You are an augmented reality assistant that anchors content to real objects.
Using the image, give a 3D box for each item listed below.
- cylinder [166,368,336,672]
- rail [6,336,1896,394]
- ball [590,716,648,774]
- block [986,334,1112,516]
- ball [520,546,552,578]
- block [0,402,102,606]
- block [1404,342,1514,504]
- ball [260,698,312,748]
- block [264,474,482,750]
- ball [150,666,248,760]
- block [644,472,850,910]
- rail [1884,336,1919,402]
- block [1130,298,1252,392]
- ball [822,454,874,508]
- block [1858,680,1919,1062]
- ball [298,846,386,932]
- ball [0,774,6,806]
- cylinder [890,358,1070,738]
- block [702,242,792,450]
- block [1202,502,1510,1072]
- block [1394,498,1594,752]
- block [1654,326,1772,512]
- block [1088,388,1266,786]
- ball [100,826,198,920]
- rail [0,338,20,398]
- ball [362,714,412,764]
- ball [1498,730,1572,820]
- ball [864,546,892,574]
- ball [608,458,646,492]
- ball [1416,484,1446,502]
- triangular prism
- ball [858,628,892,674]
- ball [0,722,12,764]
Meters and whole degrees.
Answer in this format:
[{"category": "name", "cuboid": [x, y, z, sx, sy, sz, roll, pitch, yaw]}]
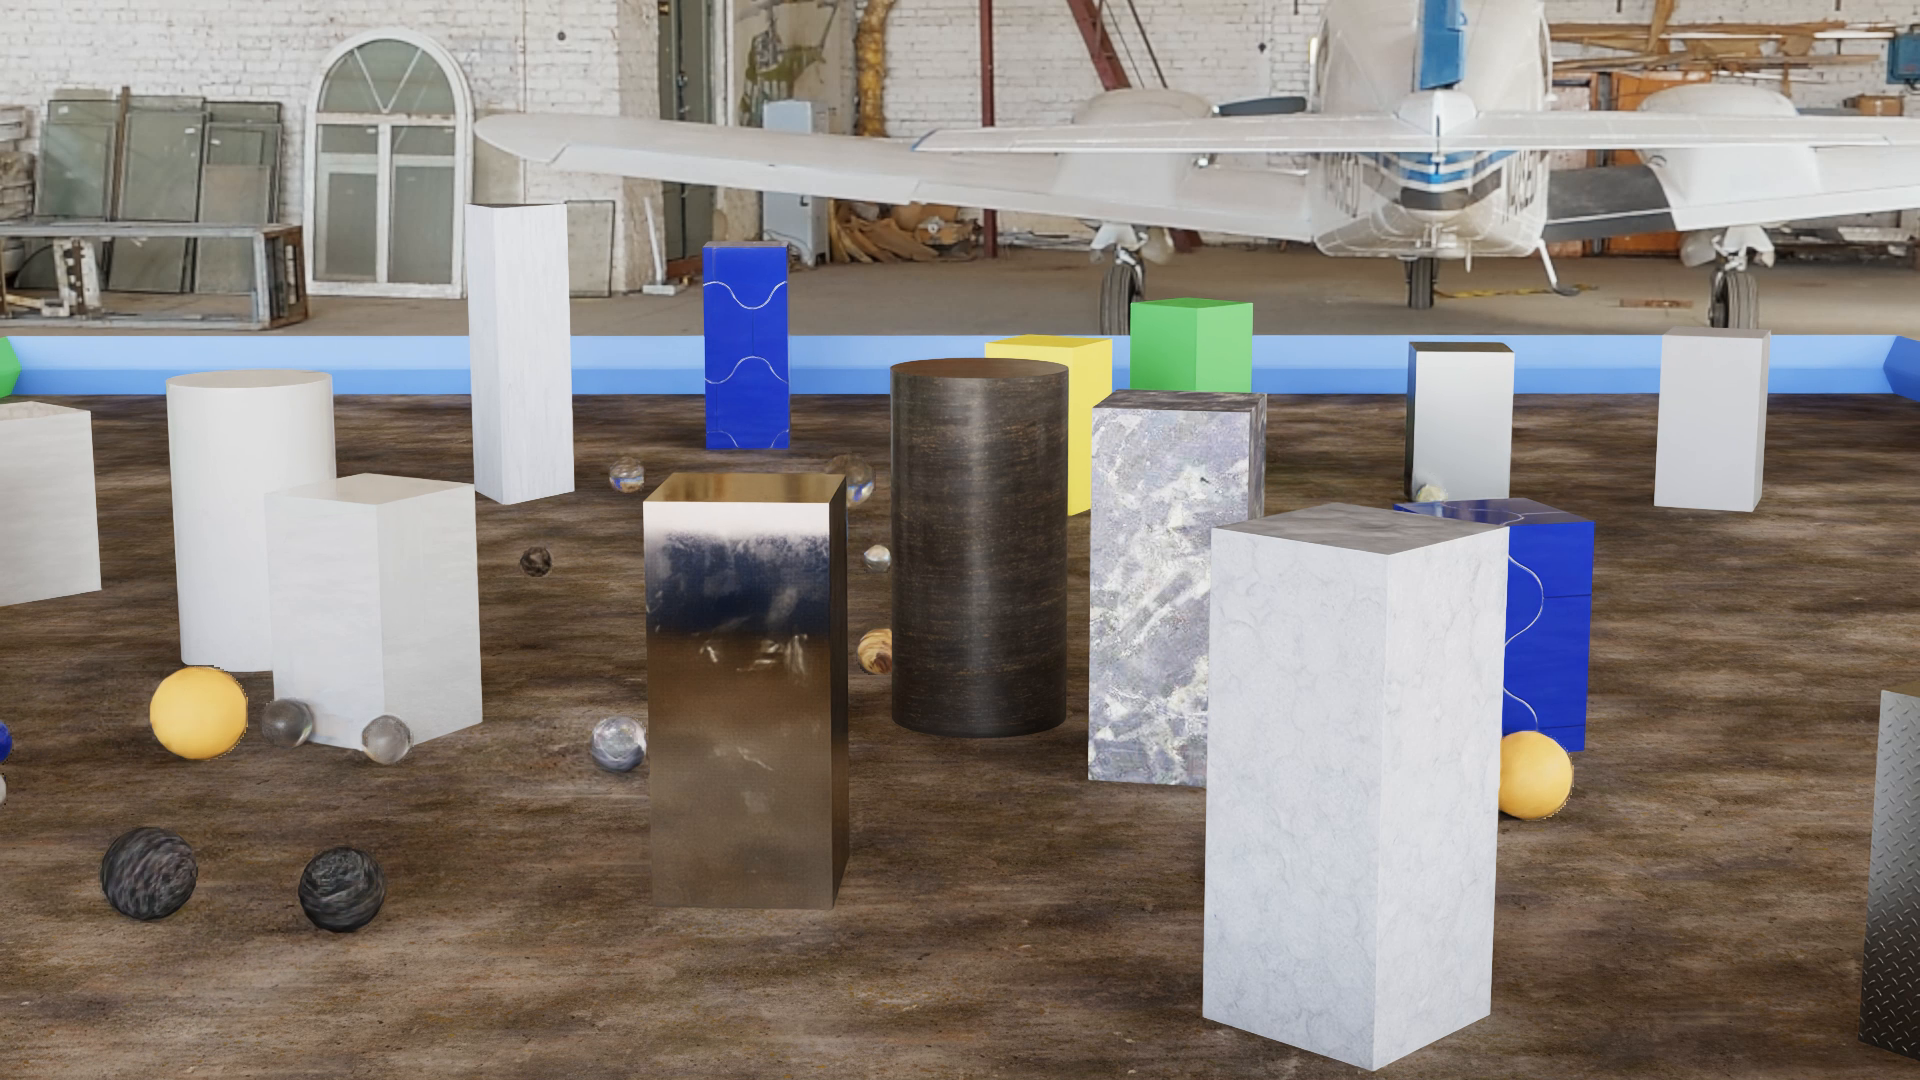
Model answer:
[{"category": "cylinder", "cuboid": [-0.874, -0.028, 3.187, 0.198, 0.347, 0.198, 0, 10, 0]}, {"category": "rail", "cuboid": [-0.013, -0.389, 5.728, 4.233, 0.129, 0.045, 0, 10, 0]}, {"category": "ball", "cuboid": [-0.356, 0.213, 2.674, 0.060, 0.060, 0.060, 0, 10, 0]}, {"category": "block", "cuboid": [0.148, -0.195, 4.284, 0.159, 0.275, 0.159, 5, 12, 27]}, {"category": "ball", "cuboid": [-0.610, 0.032, 3.695, 0.044, 0.044, 0.044, 0, 10, 0]}, {"category": "block", "cuboid": [-1.320, -0.053, 3.578, 0.159, 0.254, 0.159, 9, 14, 41]}, {"category": "block", "cuboid": [0.837, -0.194, 4.314, 0.159, 0.262, 0.159, 1, 11, 5]}, {"category": "ball", "cuboid": [-0.727, 0.198, 2.769, 0.054, 0.054, 0.054, 0, 10, 0]}, {"category": "block", "cuboid": [-0.644, 0.077, 2.828, 0.159, 0.271, 0.159, 6, 12, 29]}, {"category": "ball", "cuboid": [-0.808, 0.183, 2.724, 0.099, 0.099, 0.099, 0, 10, 0]}, {"category": "block", "cuboid": [-0.186, 0.131, 2.290, 0.159, 0.360, 0.159, 1, 10, 3]}, {"category": "rail", "cuboid": [2.093, 0.031, 3.461, 0.045, 0.129, 4.684, 0, 10, 0]}, {"category": "block", "cuboid": [0.426, -0.290, 4.737, 0.159, 0.297, 0.159, -10, 15, -44]}, {"category": "ball", "cuboid": [-0.187, -0.099, 4.278, 0.089, 0.089, 0.089, 0, 10, 0]}, {"category": "block", "cuboid": [0.790, 0.247, 1.902, 0.159, 0.273, 0.159, -8, 13, -37]}, {"category": "ball", "cuboid": [-0.525, 0.297, 2.182, 0.072, 0.072, 0.072, 0, 10, 0]}, {"category": "ball", "cuboid": [-0.962, 0.246, 2.513, 0.052, 0.052, 0.052, 0, 10, 0]}, {"category": "cylinder", "cuboid": [0.021, 0.004, 2.873, 0.198, 0.397, 0.198, 0, 10, 0]}, {"category": "block", "cuboid": [-0.411, -0.380, 4.976, 0.159, 0.387, 0.159, 0, 10, -2]}, {"category": "block", "cuboid": [0.300, 0.180, 1.957, 0.159, 0.385, 0.159, 10, 14, 43]}, {"category": "block", "cuboid": [0.575, 0.093, 2.794, 0.159, 0.251, 0.159, -3, 11, -15]}, {"category": "block", "cuboid": [1.266, -0.206, 4.314, 0.159, 0.287, 0.159, 4, 11, 22]}, {"category": "block", "cuboid": [0.228, 0.047, 2.673, 0.159, 0.387, 0.159, 2, 11, 13]}, {"category": "ball", "cuboid": [-0.699, 0.288, 2.213, 0.080, 0.080, 0.080, 0, 10, 0]}, {"category": "rail", "cuboid": [-2.093, 0.035, 3.437, 0.045, 0.129, 4.684, 0, 10, 0]}, {"category": "ball", "cuboid": [-0.605, 0.211, 2.707, 0.052, 0.052, 0.052, 0, 10, 0]}, {"category": "ball", "cuboid": [0.555, 0.230, 2.510, 0.086, 0.086, 0.086, 0, 10, 0]}, {"category": "ball", "cuboid": [-0.120, 0.028, 3.724, 0.041, 0.041, 0.041, 0, 10, 0]}, {"category": "ball", "cuboid": [-0.574, -0.112, 4.423, 0.062, 0.062, 0.062, 0, 10, 0]}, {"category": "ball", "cuboid": [0.772, -0.066, 4.202, 0.048, 0.048, 0.048, 0, 10, 0]}, {"category": "triangular prism", "cuboid": [-0.778, -0.323, 4.374, 0.149, 0.494, 0.172, 7, 12, 32]}, {"category": "ball", "cuboid": [-0.095, 0.135, 3.103, 0.057, 0.057, 0.057, 0, 10, 0]}, {"category": "ball", "cuboid": [-1.023, 0.213, 2.690, 0.054, 0.054, 0.054, 0, 10, 0]}]
